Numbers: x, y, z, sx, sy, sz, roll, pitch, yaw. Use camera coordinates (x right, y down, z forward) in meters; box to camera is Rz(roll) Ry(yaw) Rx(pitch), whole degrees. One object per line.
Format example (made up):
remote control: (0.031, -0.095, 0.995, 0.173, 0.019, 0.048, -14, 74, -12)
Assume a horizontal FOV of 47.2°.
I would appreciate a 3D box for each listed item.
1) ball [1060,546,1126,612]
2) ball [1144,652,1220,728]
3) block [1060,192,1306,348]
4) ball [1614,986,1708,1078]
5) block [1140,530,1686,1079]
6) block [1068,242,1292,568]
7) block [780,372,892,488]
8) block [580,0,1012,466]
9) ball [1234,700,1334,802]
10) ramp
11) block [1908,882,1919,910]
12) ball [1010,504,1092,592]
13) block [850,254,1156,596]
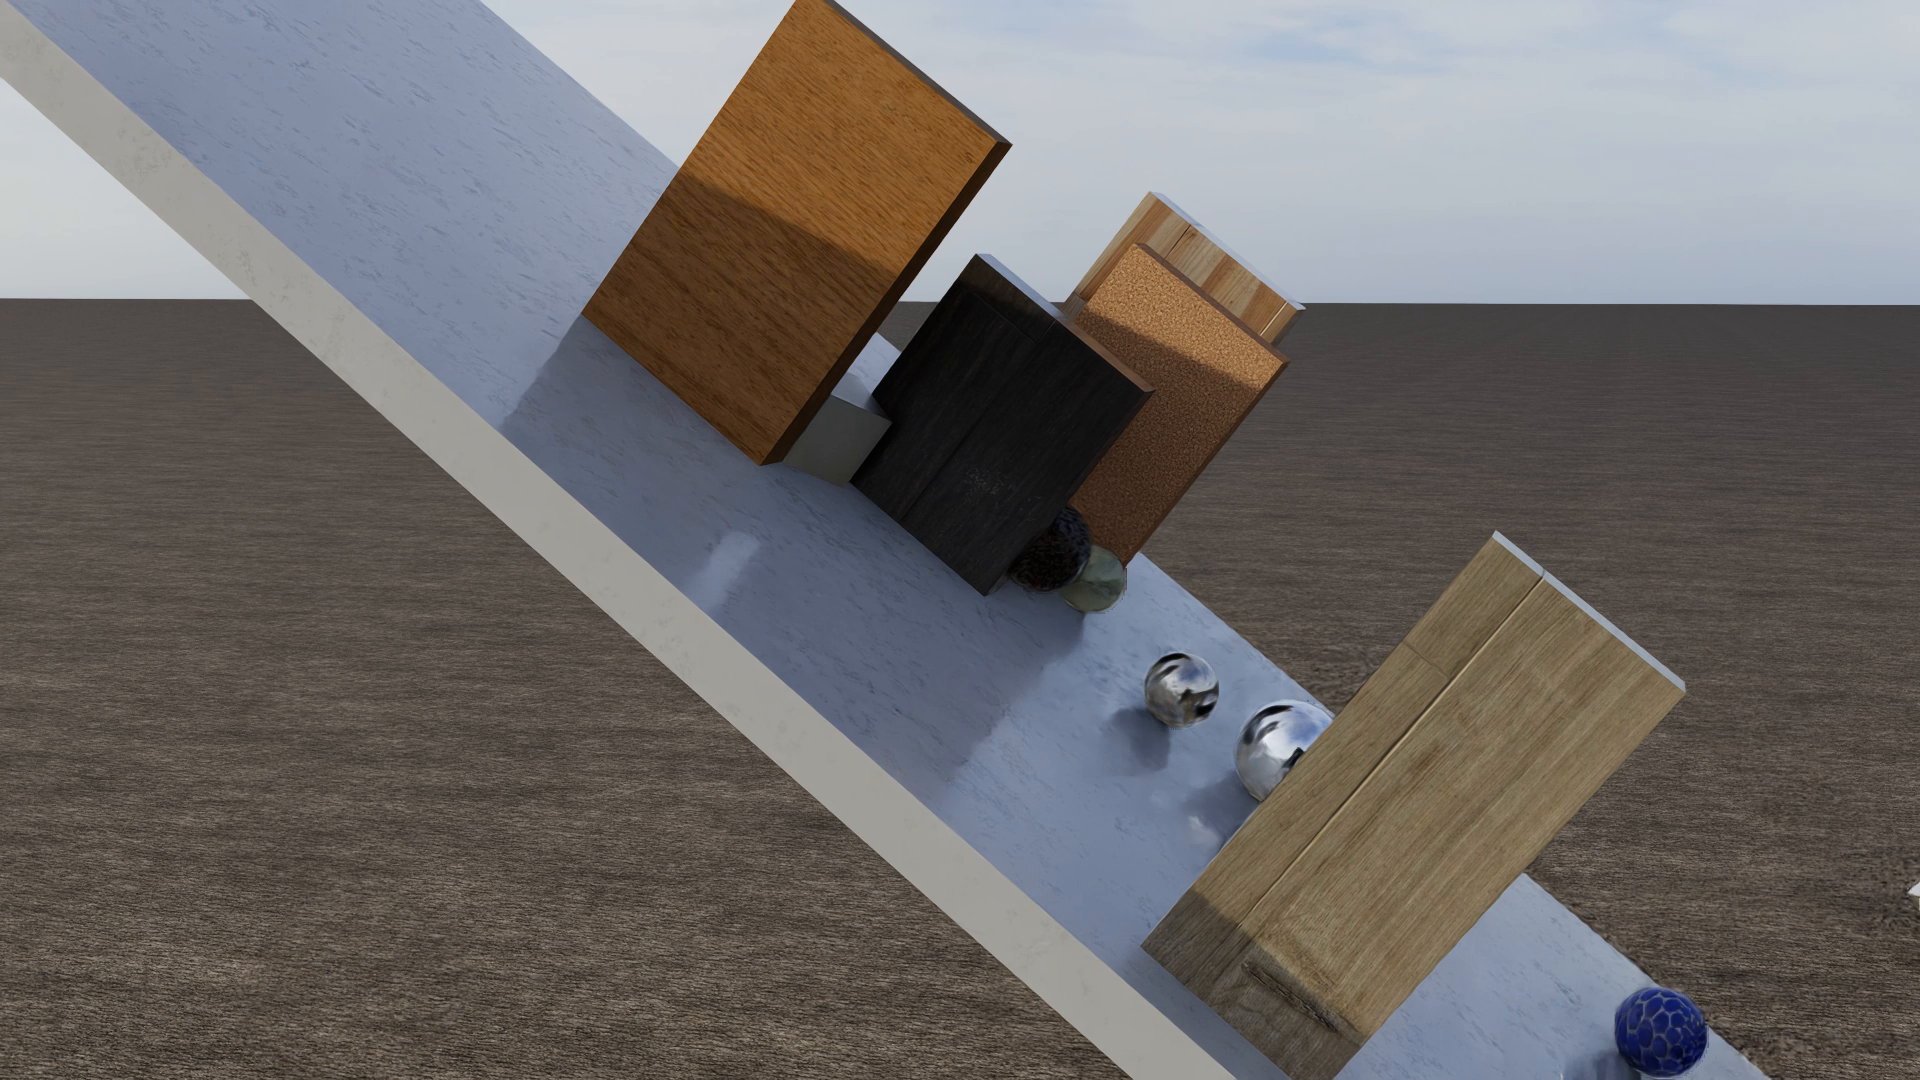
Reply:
ball: (0.255, 0.075, 4.266, 0.131, 0.131, 0.131, 0, 7, 0)
ball: (0.405, 0.274, 4.024, 0.137, 0.137, 0.137, 0, 7, 0)
block: (0.355, -0.340, 4.636, 0.391, 0.679, 0.131, 40, 16, 9)
ball: (1.311, 0.921, 4.119, 0.167, 0.167, 0.167, 0, 7, 0)
block: (0.611, 0.382, 3.024, 0.318, 0.762, 0.084, 40, 16, 9)
block: (0.312, -0.230, 4.362, 0.372, 0.611, 0.109, 40, 16, 9)
block: (-0.251, -0.218, 3.950, 0.153, 0.153, 0.153, 22, 22, -43)
block: (-0.287, -0.529, 3.761, 0.423, 0.689, 0.096, 40, 16, 9)
ball: (0.602, 0.392, 4.001, 0.202, 0.202, 0.202, 0, 7, 0)
ramp: (-0.030, 0.083, 4.054, 4.000, 0.100, 2.000, 40, 16, 9)
block: (2.711, 0.979, 5.901, 0.182, 0.182, 0.182, -36, 10, -9)
ball: (0.161, 0.008, 4.164, 0.179, 0.179, 0.179, 0, 7, 0)
block: (0.050, -0.208, 3.984, 0.393, 0.475, 0.093, 40, 16, 9)
